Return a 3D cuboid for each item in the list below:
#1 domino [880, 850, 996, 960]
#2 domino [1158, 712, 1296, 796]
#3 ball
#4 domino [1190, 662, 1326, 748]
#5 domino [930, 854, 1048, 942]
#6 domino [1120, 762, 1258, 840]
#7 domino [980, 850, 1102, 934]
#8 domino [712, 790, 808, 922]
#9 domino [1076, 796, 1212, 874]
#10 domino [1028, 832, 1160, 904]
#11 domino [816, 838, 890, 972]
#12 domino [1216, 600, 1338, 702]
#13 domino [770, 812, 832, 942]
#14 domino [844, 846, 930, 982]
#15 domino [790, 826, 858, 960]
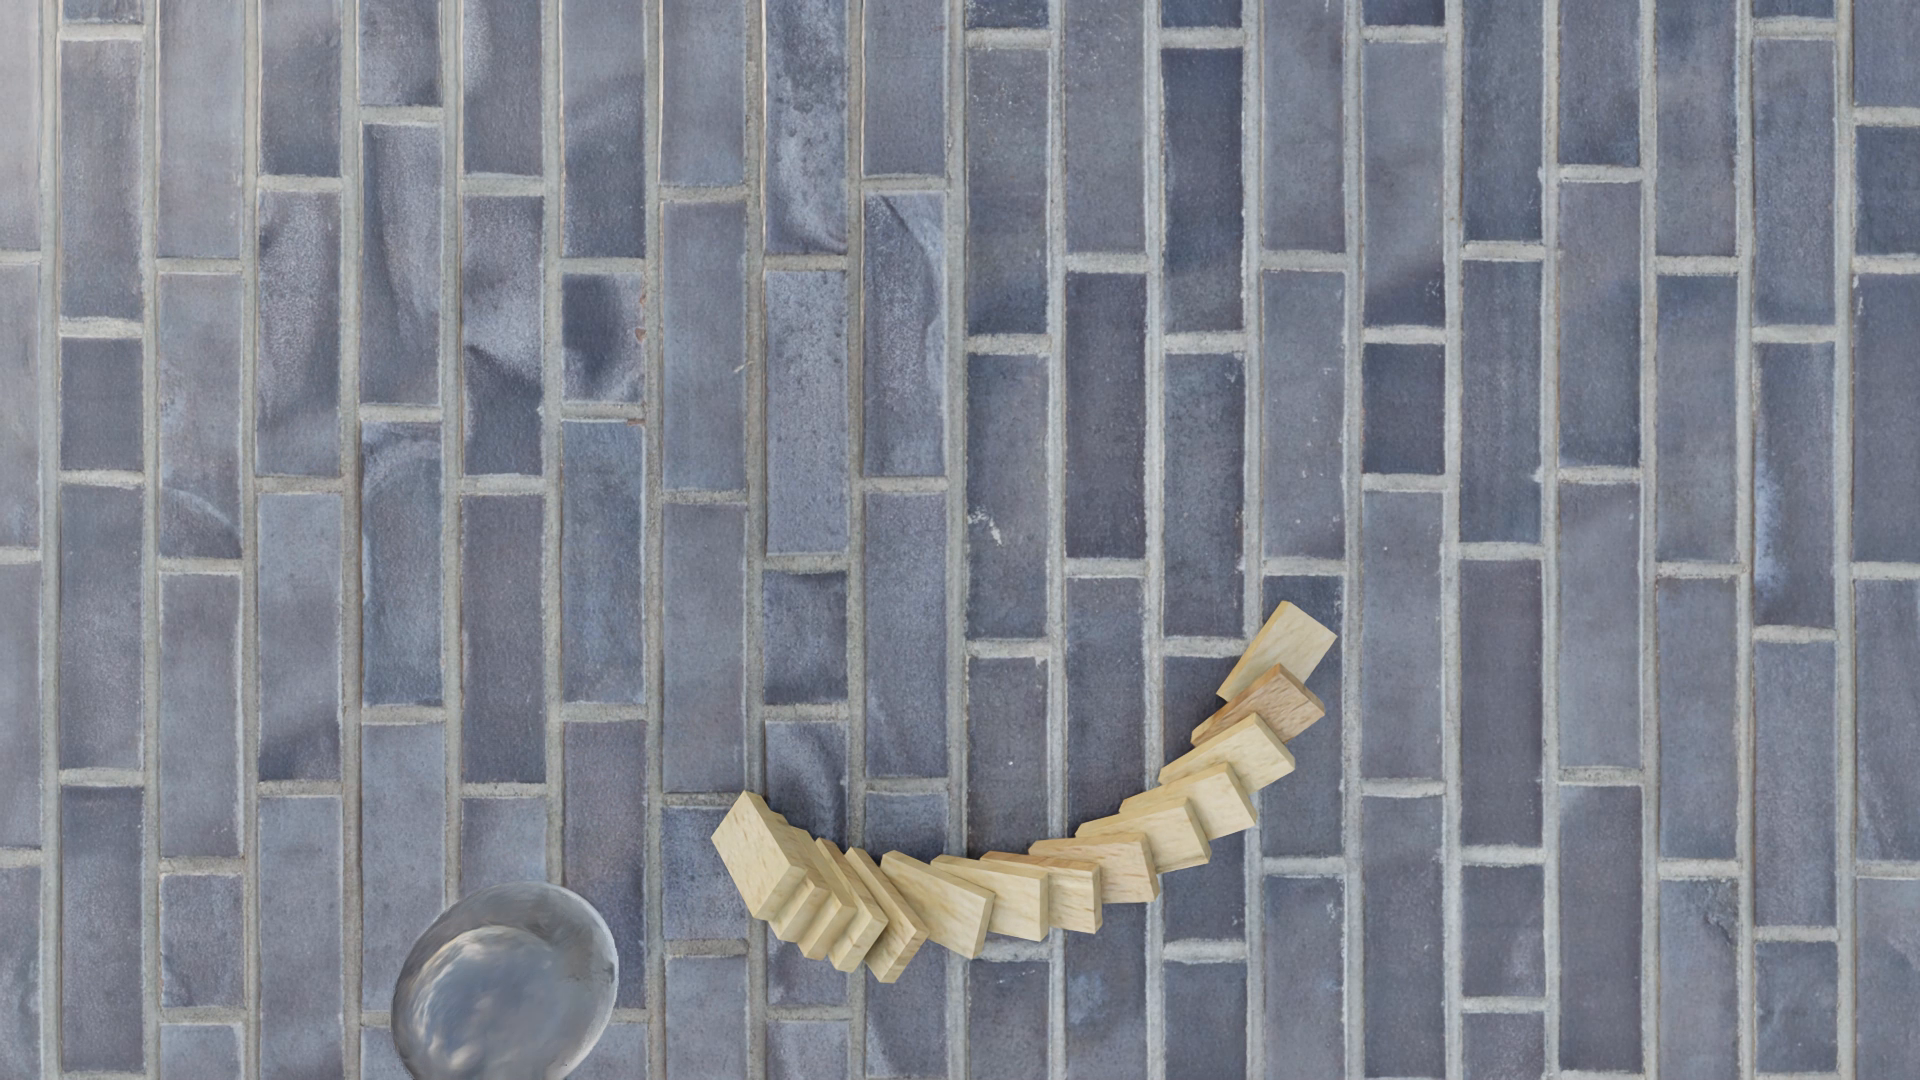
[{"bbox_3d":[-0.012,0.152,0.384,0.050,0.010,0.025,13,90,27],"label":"domino"},{"bbox_3d":[0.111,0.096,0.385,0.050,0.010,0.025,-40,90,26],"label":"domino"},{"bbox_3d":[-0.177,0.176,0.360,0.080,0.080,0.080,0,90,0],"label":"ball"},{"bbox_3d":[0.124,0.077,0.385,0.025,0.010,0.050,43,116,0],"label":"domino"},{"bbox_3d":[0.012,0.150,0.385,0.050,0.009,0.025,0,90,27],"label":"domino"},{"bbox_3d":[0.095,0.114,0.385,0.050,0.010,0.025,-30,90,26],"label":"domino"},{"bbox_3d":[0.034,0.147,0.385,0.050,0.009,0.025,-3,90,27],"label":"domino"},{"bbox_3d":[-0.084,0.129,0.378,0.010,0.050,0.025,35,90,-41],"label":"domino"},{"bbox_3d":[0.077,0.127,0.385,0.050,0.010,0.025,-24,90,26],"label":"domino"},{"bbox_3d":[0.056,0.139,0.385,0.050,0.009,0.025,-14,90,26],"label":"domino"},{"bbox_3d":[-0.052,0.149,0.378,0.009,0.050,0.025,35,90,-41],"label":"domino"},{"bbox_3d":[0.136,0.054,0.395,0.025,0.009,0.050,36,90,0],"label":"domino"},{"bbox_3d":[-0.074,0.138,0.378,0.009,0.050,0.025,35,90,-41],"label":"domino"},{"bbox_3d":[-0.037,0.154,0.380,0.050,0.009,0.025,36,91,42],"label":"domino"},{"bbox_3d":[-0.064,0.145,0.378,0.009,0.050,0.025,35,90,-41],"label":"domino"}]
